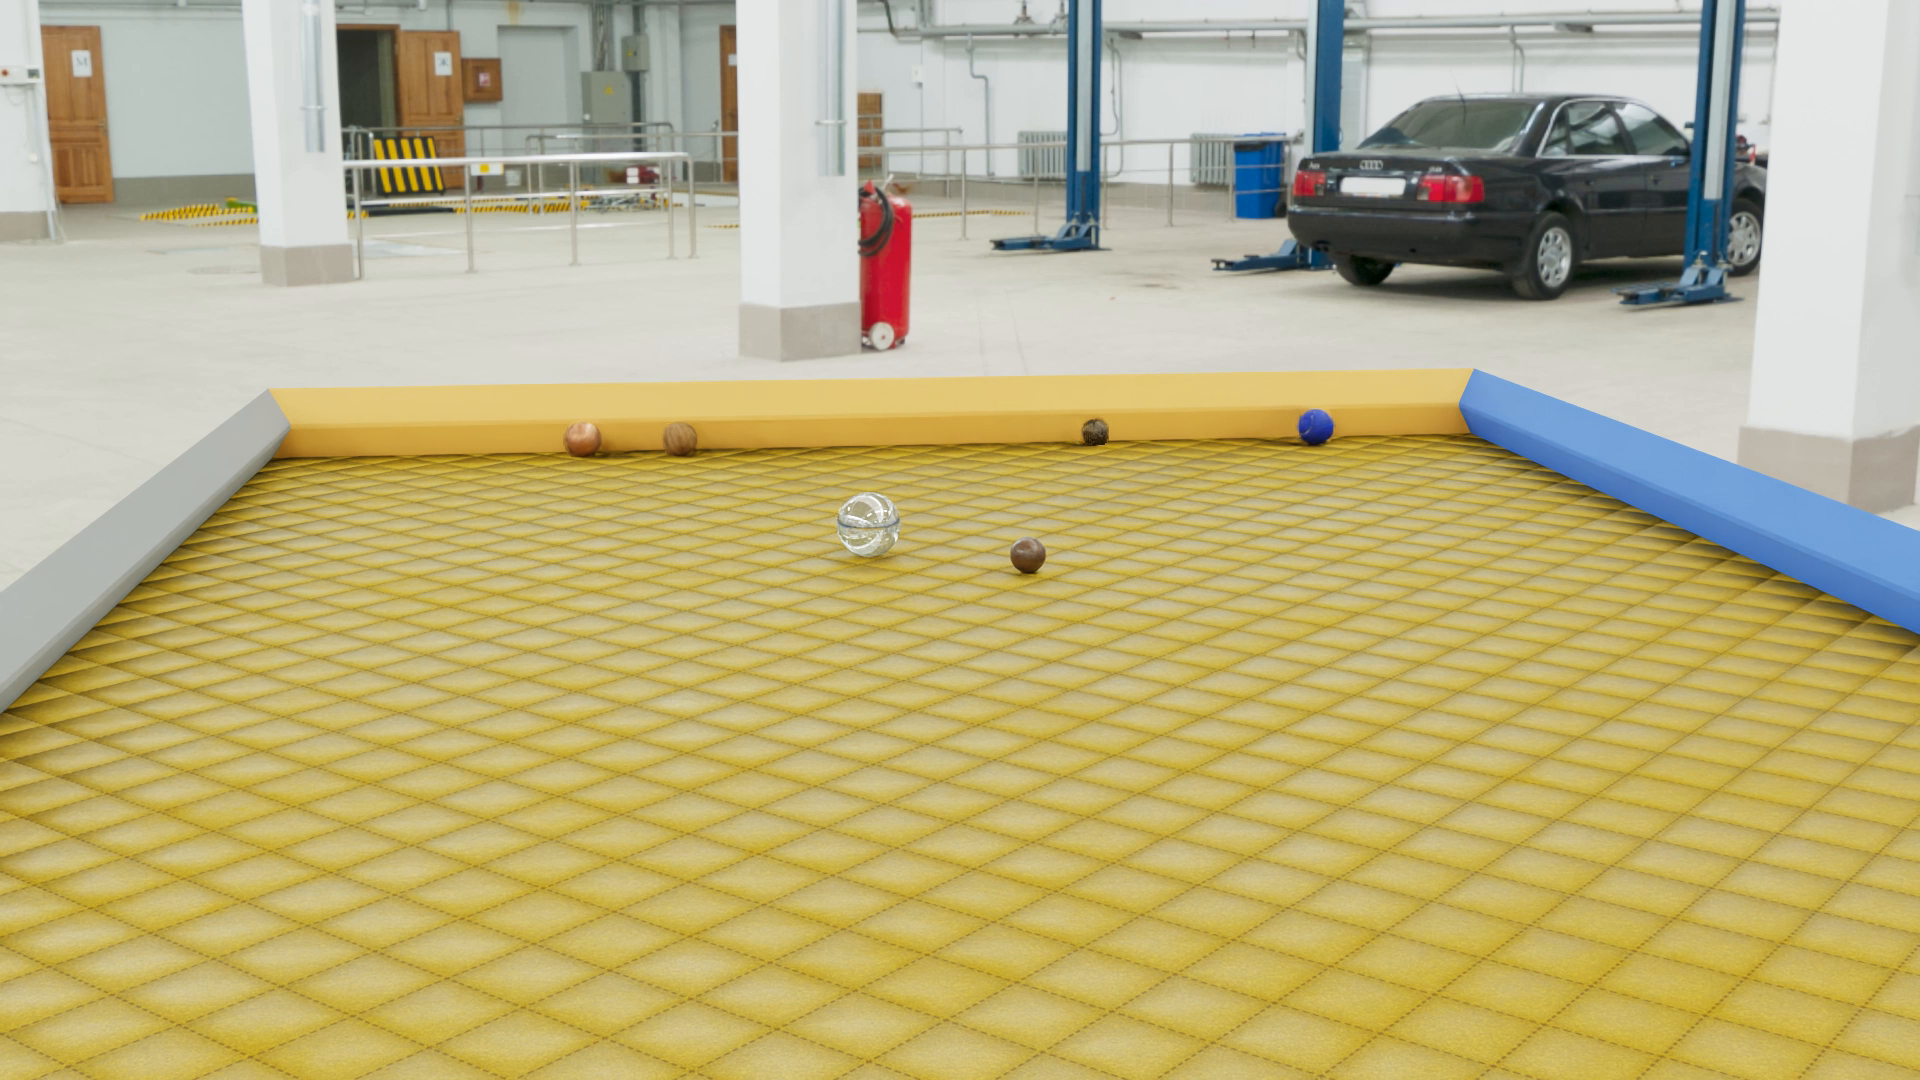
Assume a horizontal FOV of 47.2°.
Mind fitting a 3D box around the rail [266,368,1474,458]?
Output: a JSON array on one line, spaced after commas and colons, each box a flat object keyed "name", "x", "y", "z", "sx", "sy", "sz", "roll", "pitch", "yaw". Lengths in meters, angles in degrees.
[{"name": "rail", "x": -0.127, "y": -0.239, "z": 4.144, "sx": 2.288, "sy": 0.126, "sz": 0.045, "roll": -1, "pitch": 12, "yaw": -7}]

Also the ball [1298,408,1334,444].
[{"name": "ball", "x": 0.677, "y": -0.215, "z": 4.176, "sx": 0.069, "sy": 0.069, "sz": 0.069, "roll": 0, "pitch": 12, "yaw": 0}]

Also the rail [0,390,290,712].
[{"name": "rail", "x": -0.982, "y": 0.211, "z": 2.010, "sx": 0.045, "sy": 0.126, "sz": 4.163, "roll": -1, "pitch": 12, "yaw": -7}]

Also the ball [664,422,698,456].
[{"name": "ball", "x": -0.515, "y": -0.186, "z": 4.054, "sx": 0.062, "sy": 0.062, "sz": 0.062, "roll": 0, "pitch": 12, "yaw": 0}]

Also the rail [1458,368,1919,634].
[{"name": "rail", "x": 1.242, "y": 0.153, "z": 2.283, "sx": 0.045, "sy": 0.126, "sz": 4.163, "roll": -1, "pitch": 12, "yaw": -7}]

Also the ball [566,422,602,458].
[{"name": "ball", "x": -0.692, "y": -0.184, "z": 4.039, "sx": 0.065, "sy": 0.065, "sz": 0.065, "roll": 0, "pitch": 12, "yaw": 0}]

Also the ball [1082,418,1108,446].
[{"name": "ball", "x": 0.256, "y": -0.205, "z": 4.171, "sx": 0.051, "sy": 0.051, "sz": 0.051, "roll": 0, "pitch": 12, "yaw": 0}]

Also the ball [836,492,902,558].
[{"name": "ball", "x": -0.133, "y": -0.023, "z": 3.199, "sx": 0.095, "sy": 0.095, "sz": 0.095, "roll": 0, "pitch": 12, "yaw": 0}]

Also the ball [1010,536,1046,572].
[{"name": "ball", "x": 0.096, "y": 0.021, "z": 3.099, "sx": 0.052, "sy": 0.052, "sz": 0.052, "roll": 0, "pitch": 12, "yaw": 0}]
